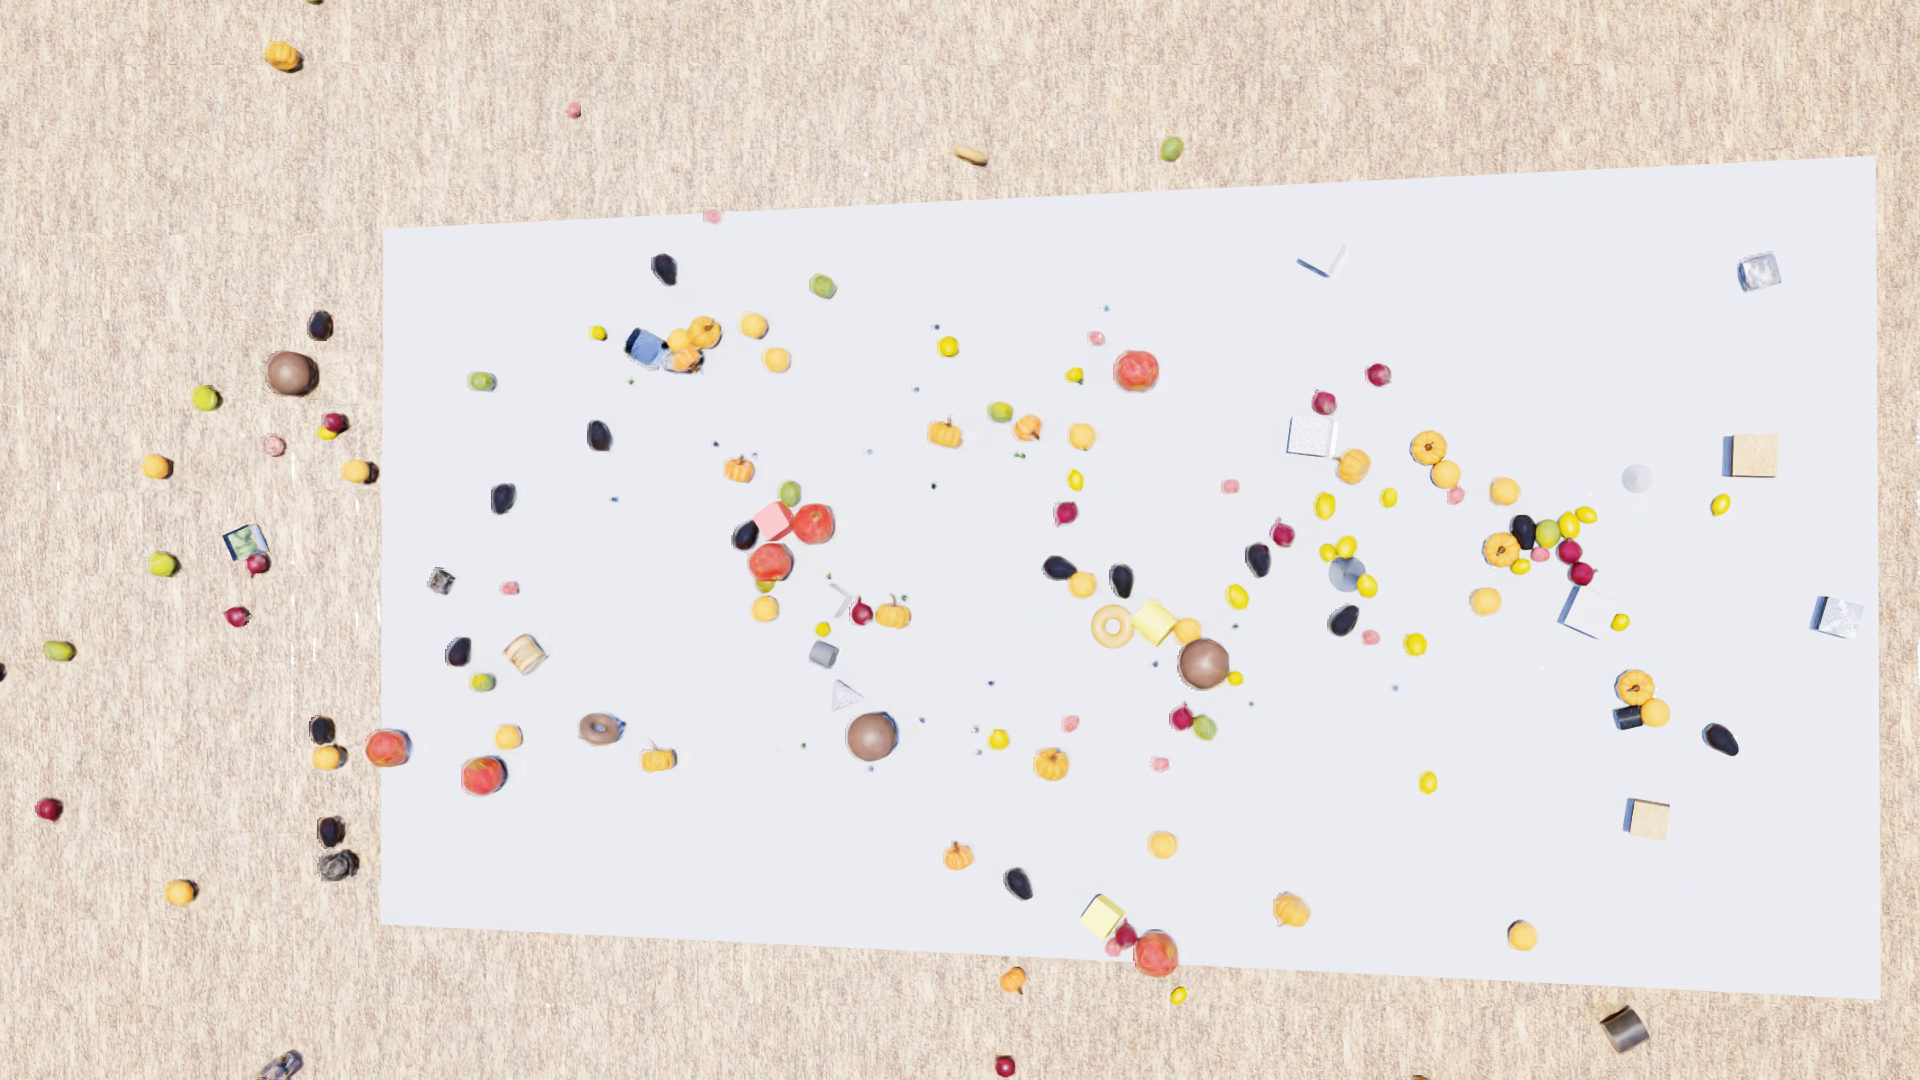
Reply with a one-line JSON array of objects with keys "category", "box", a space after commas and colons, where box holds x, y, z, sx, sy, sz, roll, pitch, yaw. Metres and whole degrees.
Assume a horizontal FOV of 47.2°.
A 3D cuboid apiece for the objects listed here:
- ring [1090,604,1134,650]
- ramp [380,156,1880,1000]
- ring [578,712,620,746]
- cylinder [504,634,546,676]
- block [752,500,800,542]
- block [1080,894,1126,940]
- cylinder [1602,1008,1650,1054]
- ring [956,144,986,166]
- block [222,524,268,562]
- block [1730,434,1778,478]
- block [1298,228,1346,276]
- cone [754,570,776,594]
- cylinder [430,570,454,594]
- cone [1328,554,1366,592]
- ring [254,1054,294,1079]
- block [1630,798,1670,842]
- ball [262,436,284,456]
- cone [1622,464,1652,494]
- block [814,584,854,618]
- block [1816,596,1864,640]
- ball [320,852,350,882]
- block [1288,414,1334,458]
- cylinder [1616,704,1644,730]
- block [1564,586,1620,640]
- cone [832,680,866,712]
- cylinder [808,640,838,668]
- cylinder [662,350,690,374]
[{"category": "ring", "box": [0.396, 0.225, 5.708, 0.117, 0.039, 0.117, -1, 88, 15]}, {"category": "ramp", "box": [0.270, 0.096, 5.819, 4.000, 0.100, 2.000, 0, 89, 16]}, {"category": "ring", "box": [-0.992, 0.519, 6.038, 0.113, 0.113, 0.038, 24, 126, 0]}, {"category": "cylinder", "box": [-1.217, 0.321, 6.149, 0.083, 0.083, 0.083, -42, 81, -1]}, {"category": "block", "box": [-0.498, -0.051, 5.951, 0.080, 0.080, 0.080, -34, 80, 13]}, {"category": "block", "box": [0.368, 0.974, 5.686, 0.077, 0.077, 0.077, 37, 99, 14]}, {"category": "cylinder", "box": [1.924, 1.420, 6.359, 0.096, 0.096, 0.096, -29, 89, 0]}, {"category": "ring", "box": [0.032, -1.121, 6.398, 0.094, 0.094, 0.031, 27, 80, 0]}, {"category": "block", "box": [-2.076, 0.008, 6.386, 0.082, 0.082, 0.082, -24, 89, 0]}, {"category": "block", "box": [1.896, -0.201, 5.247, 0.099, 0.099, 0.099, 2, 90, 16]}, {"category": "block", "box": [0.915, -0.724, 5.549, 0.083, 0.083, 0.083, 31, 98, 14]}, {"category": "cone", "box": [-0.543, 0.114, 5.969, 0.066, 0.066, 0.066, 0, 89, 16]}, {"category": "cylinder", "box": [-1.471, 0.120, 6.245, 0.054, 0.054, 0.054, 27, 97, 0]}, {"category": "cone", "box": [0.966, 0.085, 5.516, 0.095, 0.095, 0.095, 0, 89, 16]}, {"category": "ring", "box": [-1.979, 1.538, 6.336, 0.143, 0.143, 0.048, -39, 103, -1]}, {"category": "block", "box": [1.665, 0.675, 5.310, 0.082, 0.082, 0.082, 9, 92, 16]}, {"category": "ball", "box": [-1.998, -0.273, 6.401, 0.061, 0.061, 0.061, 0, 89, 0]}, {"category": "cone", "box": [1.642, -0.150, 5.334, 0.072, 0.072, 0.072, 0, 89, 16]}, {"category": "block", "box": [-0.339, 0.163, 5.909, 0.066, 0.066, 0.066, 35, 99, 14]}, {"category": "block", "box": [2.080, 0.184, 5.197, 0.082, 0.082, 0.082, 16, 94, 16]}, {"category": "ball", "box": [-1.799, 0.943, 6.330, 0.084, 0.084, 0.084, 0, 89, 0]}, {"category": "block", "box": [0.886, -0.262, 5.545, 0.093, 0.093, 0.093, 8, 91, 16]}, {"category": "cylinder", "box": [1.626, 0.432, 5.340, 0.053, 0.053, 0.053, -18, 89, 19]}, {"category": "block", "box": [1.537, 0.177, 5.346, 0.100, 0.100, 0.100, 25, 96, 15]}, {"category": "cone", "box": [-0.294, 0.423, 5.906, 0.088, 0.088, 0.088, 6, 89, -10]}, {"category": "cylinder", "box": [-0.367, 0.307, 5.919, 0.059, 0.059, 0.059, 23, 89, 15]}, {"category": "cylinder", "box": [-0.783, -0.489, 6.053, 0.055, 0.055, 0.055, 14, 89, 16]}]
